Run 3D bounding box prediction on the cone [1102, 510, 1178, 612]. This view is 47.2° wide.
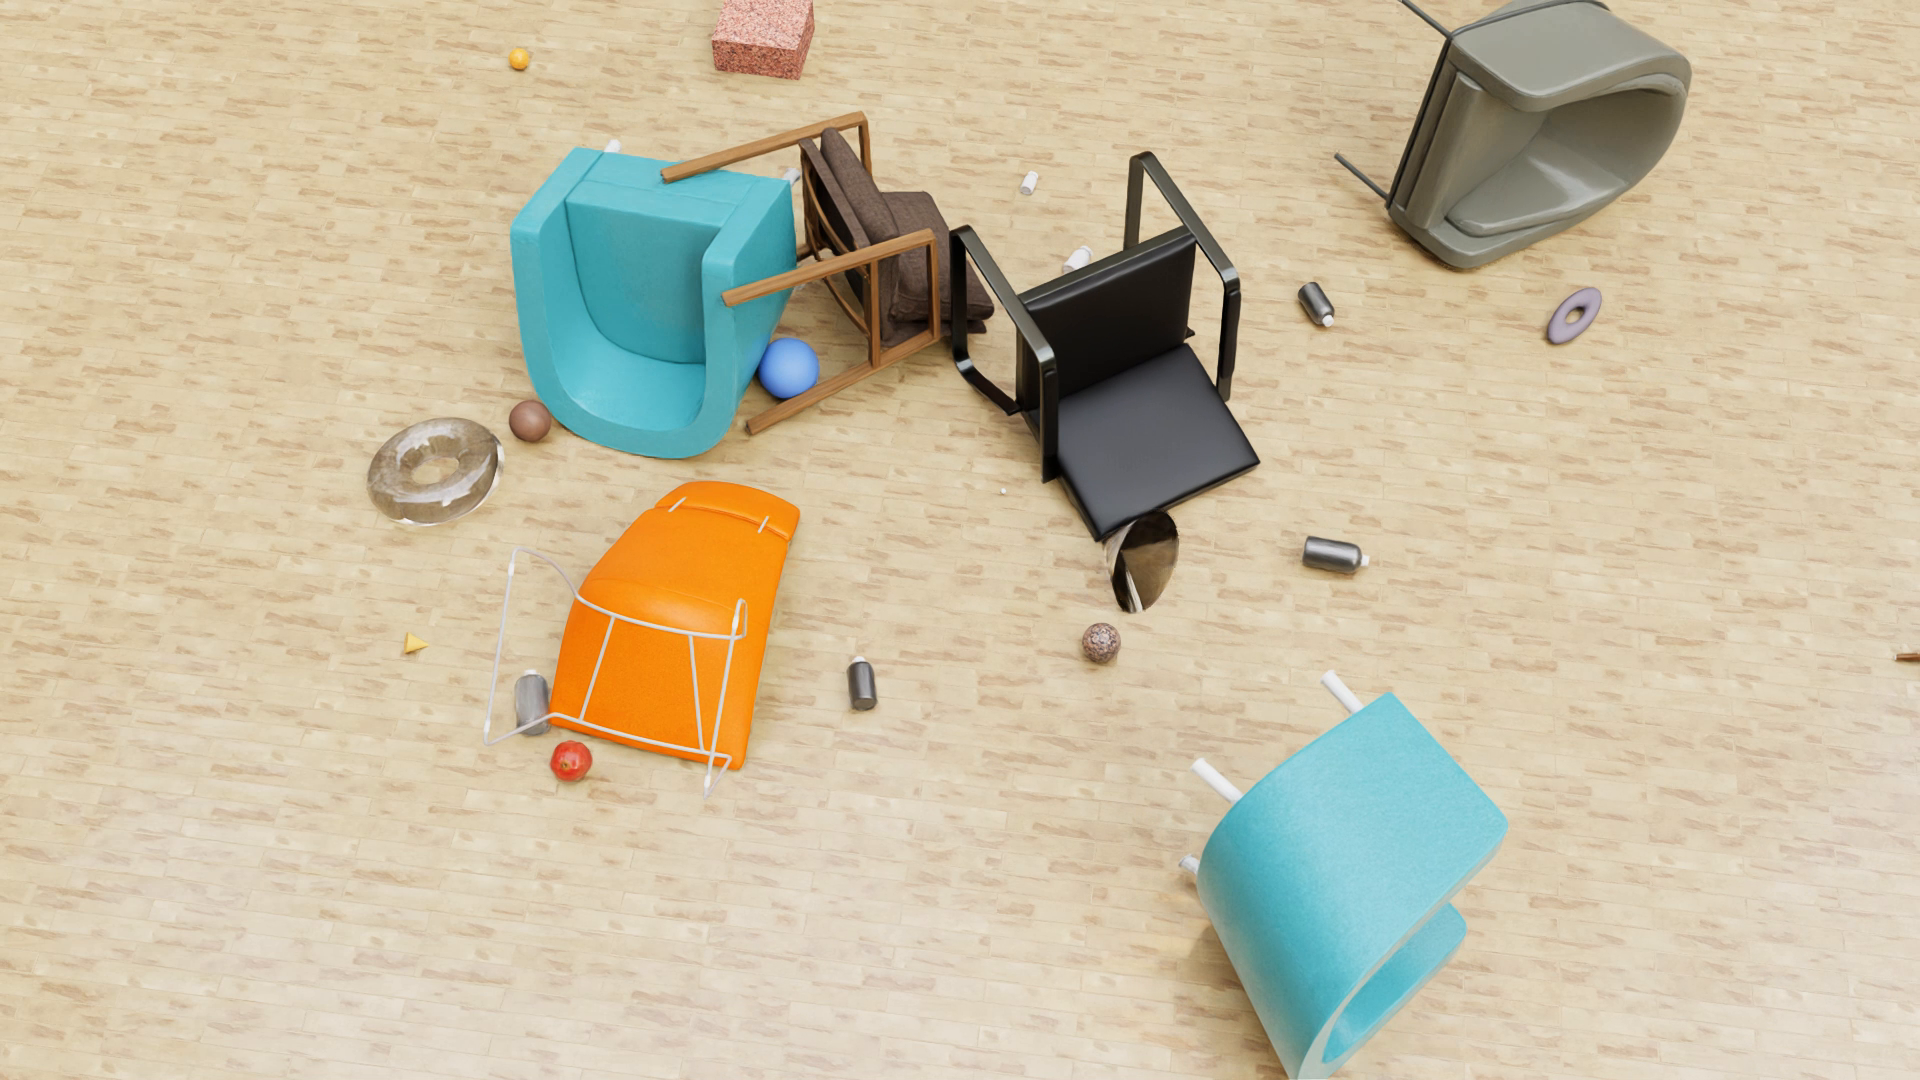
[{"bbox_3d":[0.481,0.035,6.479,0.223,0.312,0.224,10,9,-35],"label":"cone"}]

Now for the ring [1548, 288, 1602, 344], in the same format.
[{"bbox_3d":[1.964,-0.717,7.026,0.114,0.050,0.280,35,62,20],"label":"ring"}]

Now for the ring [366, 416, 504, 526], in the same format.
[{"bbox_3d":[-1.583,-0.209,6.640,0.424,0.126,0.364,-24,59,-14],"label":"ring"}]

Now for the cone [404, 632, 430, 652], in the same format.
[{"bbox_3d":[-1.566,0.300,6.356,0.070,0.061,0.060,8,13,-23],"label":"cone"}]

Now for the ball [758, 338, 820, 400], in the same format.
[{"bbox_3d":[-0.531,-0.532,6.815,0.192,0.192,0.192,0,56,0],"label":"ball"}]

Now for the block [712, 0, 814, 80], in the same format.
[{"bbox_3d":[-0.684,-1.764,7.672,0.301,0.142,0.258,8,57,5],"label":"block"}]

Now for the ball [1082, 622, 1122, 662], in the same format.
[{"bbox_3d":[0.406,0.293,6.309,0.113,0.113,0.113,0,56,0],"label":"ball"}]
